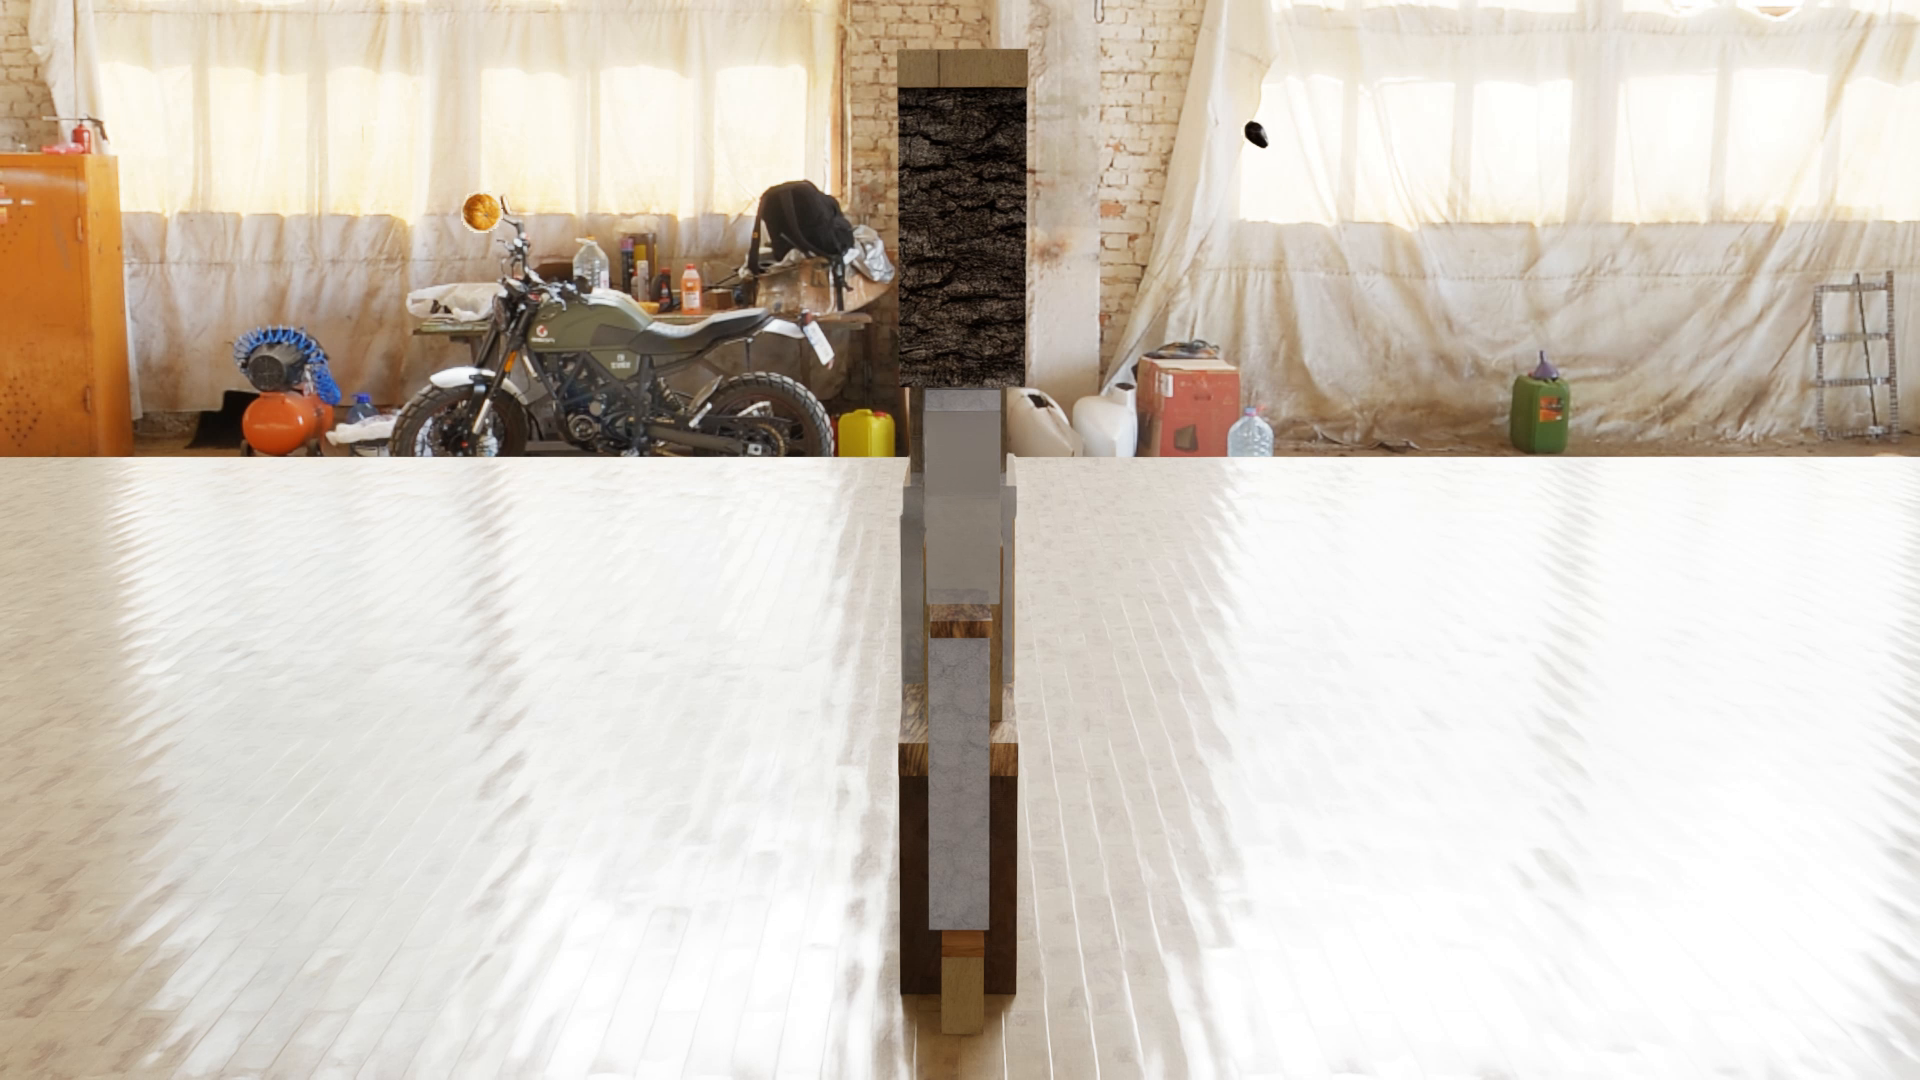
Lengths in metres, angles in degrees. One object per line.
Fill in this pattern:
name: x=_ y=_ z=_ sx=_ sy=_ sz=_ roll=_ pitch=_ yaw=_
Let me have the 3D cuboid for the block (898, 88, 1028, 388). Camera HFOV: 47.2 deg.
block: x=0.003 y=-0.421 z=3.071 sx=0.177 sy=0.412 sz=0.050 roll=0 pitch=11 yaw=0

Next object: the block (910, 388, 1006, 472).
block: x=-0.003 y=-0.267 z=3.546 sx=0.156 sy=0.312 sz=0.044 roll=0 pitch=10 yaw=1

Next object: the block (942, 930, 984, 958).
block: x=0.004 y=0.563 z=3.123 sx=0.059 sy=0.017 sz=0.118 roll=0 pitch=11 yaw=0

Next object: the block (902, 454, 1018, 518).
block: x=0.002 y=-0.091 z=3.593 sx=0.178 sy=0.050 sz=0.356 roll=0 pitch=10 yaw=1

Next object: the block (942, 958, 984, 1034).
block: x=0.004 y=0.636 z=3.097 sx=0.059 sy=0.118 sz=0.017 roll=0 pitch=10 yaw=0

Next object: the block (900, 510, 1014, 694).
block: x=-0.005 y=0.166 z=3.517 sx=0.178 sy=0.427 sz=0.050 roll=0 pitch=10 yaw=0

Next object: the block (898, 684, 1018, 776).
block: x=-0.002 y=0.282 z=3.311 sx=0.172 sy=0.049 sz=0.344 roll=0 pitch=11 yaw=0

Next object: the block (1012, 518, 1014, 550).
block: x=0.003 y=0.088 z=3.745 sx=0.178 sy=0.356 sz=0.050 roll=0 pitch=10 yaw=0

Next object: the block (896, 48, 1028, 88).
block: x=0.002 y=-0.670 z=3.145 sx=0.177 sy=0.050 sz=0.355 roll=0 pitch=11 yaw=-1

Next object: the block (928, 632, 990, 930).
block: x=-0.002 y=0.341 z=3.097 sx=0.086 sy=0.429 sz=0.024 roll=0 pitch=11 yaw=0

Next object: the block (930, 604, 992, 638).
block: x=0.000 y=0.108 z=3.113 sx=0.086 sy=0.024 sz=0.171 roll=0 pitch=10 yaw=-1

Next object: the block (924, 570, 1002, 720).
block: x=0.005 y=0.150 z=3.252 sx=0.116 sy=0.232 sz=0.033 roll=0 pitch=11 yaw=0

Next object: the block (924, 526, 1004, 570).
block: x=0.005 y=0.006 z=3.304 sx=0.116 sy=0.033 sz=0.232 roll=0 pitch=11 yaw=0

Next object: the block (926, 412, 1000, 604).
block: x=0.004 y=-0.049 z=3.123 sx=0.105 sy=0.280 sz=0.030 roll=0 pitch=10 yaw=-1

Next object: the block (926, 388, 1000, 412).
block: x=0.003 y=-0.213 z=3.163 sx=0.105 sy=0.030 sz=0.210 roll=0 pitch=11 yaw=-1

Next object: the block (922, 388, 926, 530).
block: x=-0.002 y=-0.150 z=3.323 sx=0.108 sy=0.266 sz=0.031 roll=0 pitch=10 yaw=0

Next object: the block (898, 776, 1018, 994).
block: x=-0.002 y=0.496 z=3.234 sx=0.172 sy=0.344 sz=0.049 roll=0 pitch=11 yaw=0
